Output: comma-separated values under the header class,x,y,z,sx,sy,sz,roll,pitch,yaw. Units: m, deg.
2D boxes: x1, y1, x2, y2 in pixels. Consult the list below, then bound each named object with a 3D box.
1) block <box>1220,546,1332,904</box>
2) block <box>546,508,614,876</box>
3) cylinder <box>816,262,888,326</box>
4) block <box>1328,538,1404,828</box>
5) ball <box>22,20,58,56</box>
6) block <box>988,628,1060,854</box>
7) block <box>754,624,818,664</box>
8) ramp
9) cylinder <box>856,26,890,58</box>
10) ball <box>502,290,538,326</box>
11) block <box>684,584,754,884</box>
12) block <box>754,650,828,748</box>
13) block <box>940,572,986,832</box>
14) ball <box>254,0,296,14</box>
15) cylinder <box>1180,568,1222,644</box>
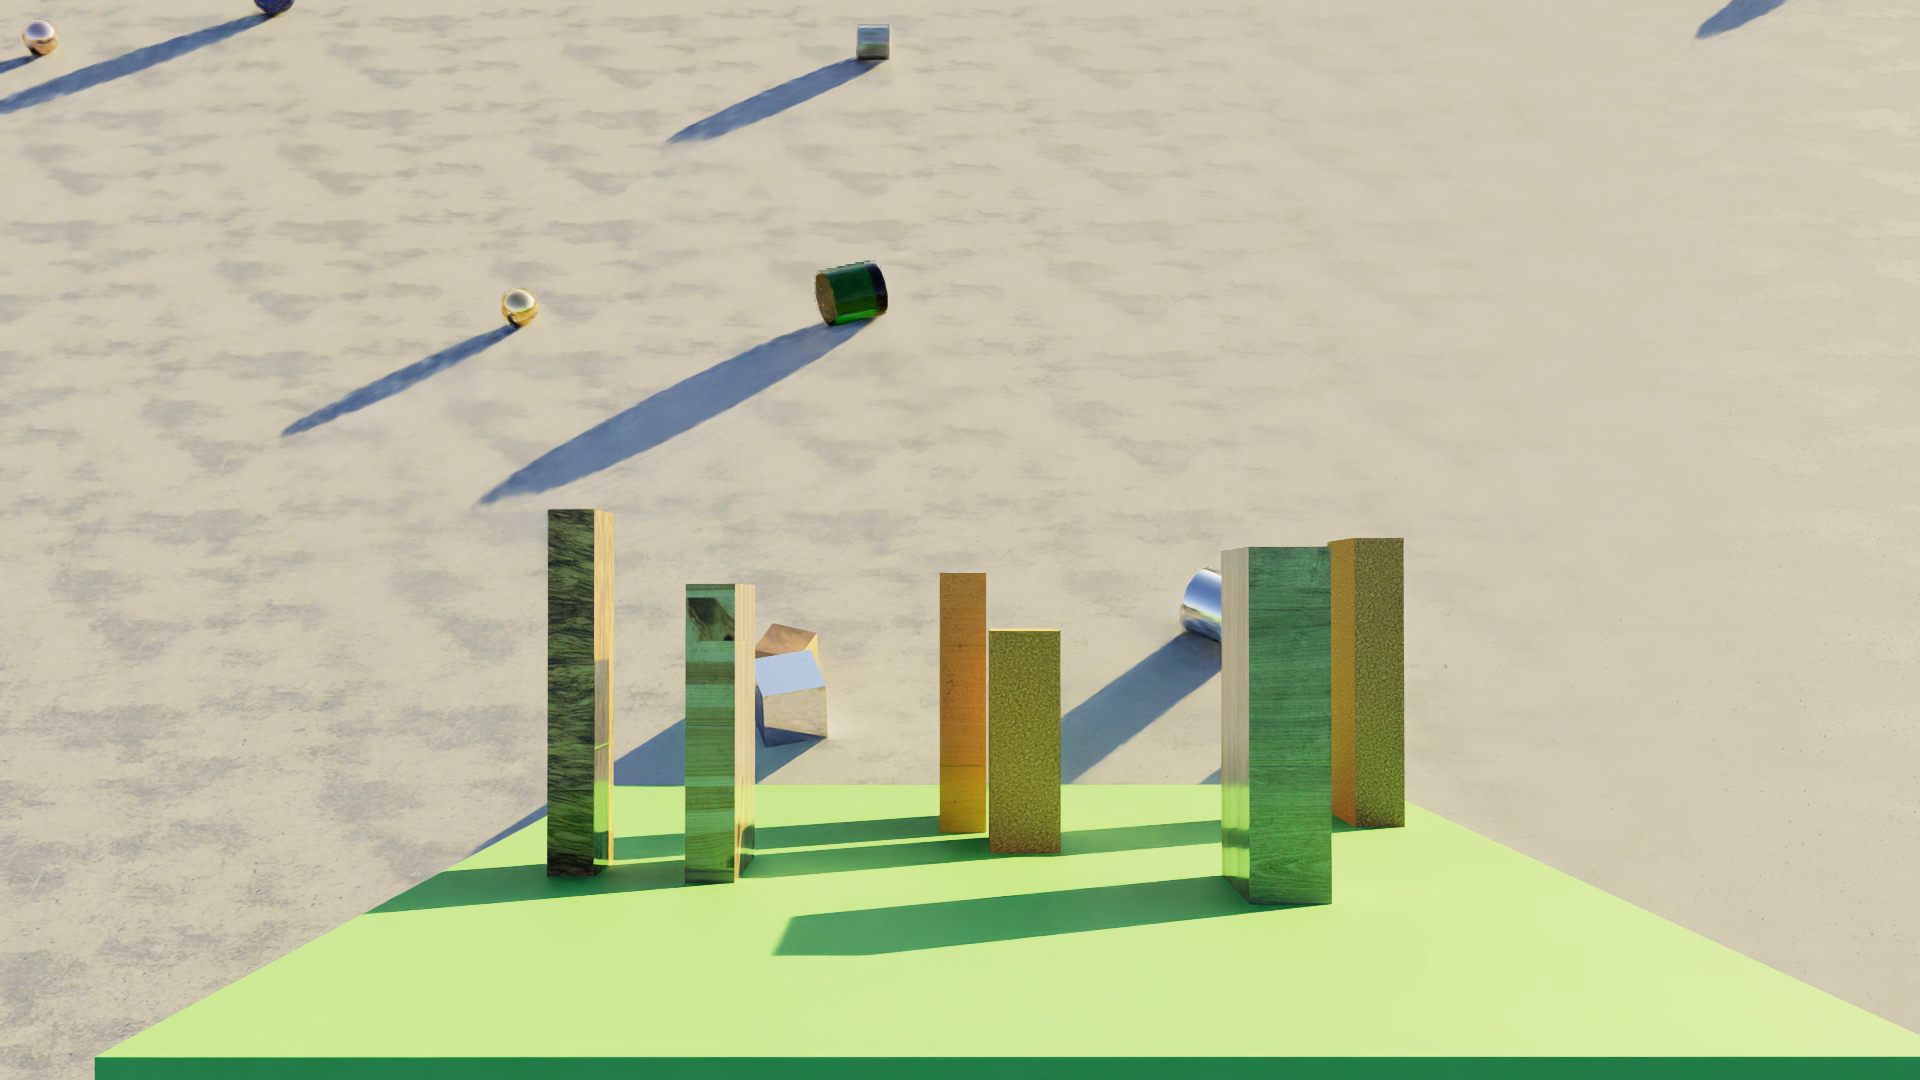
class,x,y,z,sx,sy,sz,roll,pitch,yaw
block,0.528,0.301,4.369,0.132,0.572,0.438,0,-1,0
block,-0.684,0.271,4.690,0.082,0.646,0.260,0,-1,0
cylinder,-0.377,-0.854,9.005,0.192,0.192,0.192,-15,36,-21
block,0.896,0.308,5.742,0.106,0.617,0.408,0,-1,0
ball,-3.889,-2.124,10.970,0.145,0.145,0.145,0,33,0
block,0.126,0.391,5.141,0.134,0.426,0.344,0,-1,0
block,-0.486,0.337,7.256,0.134,0.134,0.134,12,35,17
ramp,0.074,0.646,4.772,2.000,0.100,4.000,0,-1,0
cylinder,-0.363,-2.099,10.937,0.138,0.138,0.138,0,33,0
ball,-1.527,-0.805,8.993,0.126,0.126,0.126,0,33,0
block,-0.430,0.337,4.677,0.085,0.514,0.435,0,-1,0
block,-0.469,0.432,7.077,0.174,0.174,0.174,-9,35,-14
block,0.006,0.344,5.624,0.097,0.541,0.435,0,-1,0
ball,-2.998,-2.402,11.339,0.202,0.202,0.202,0,33,0
cylinder,0.756,0.200,7.417,0.186,0.186,0.186,22,40,30
